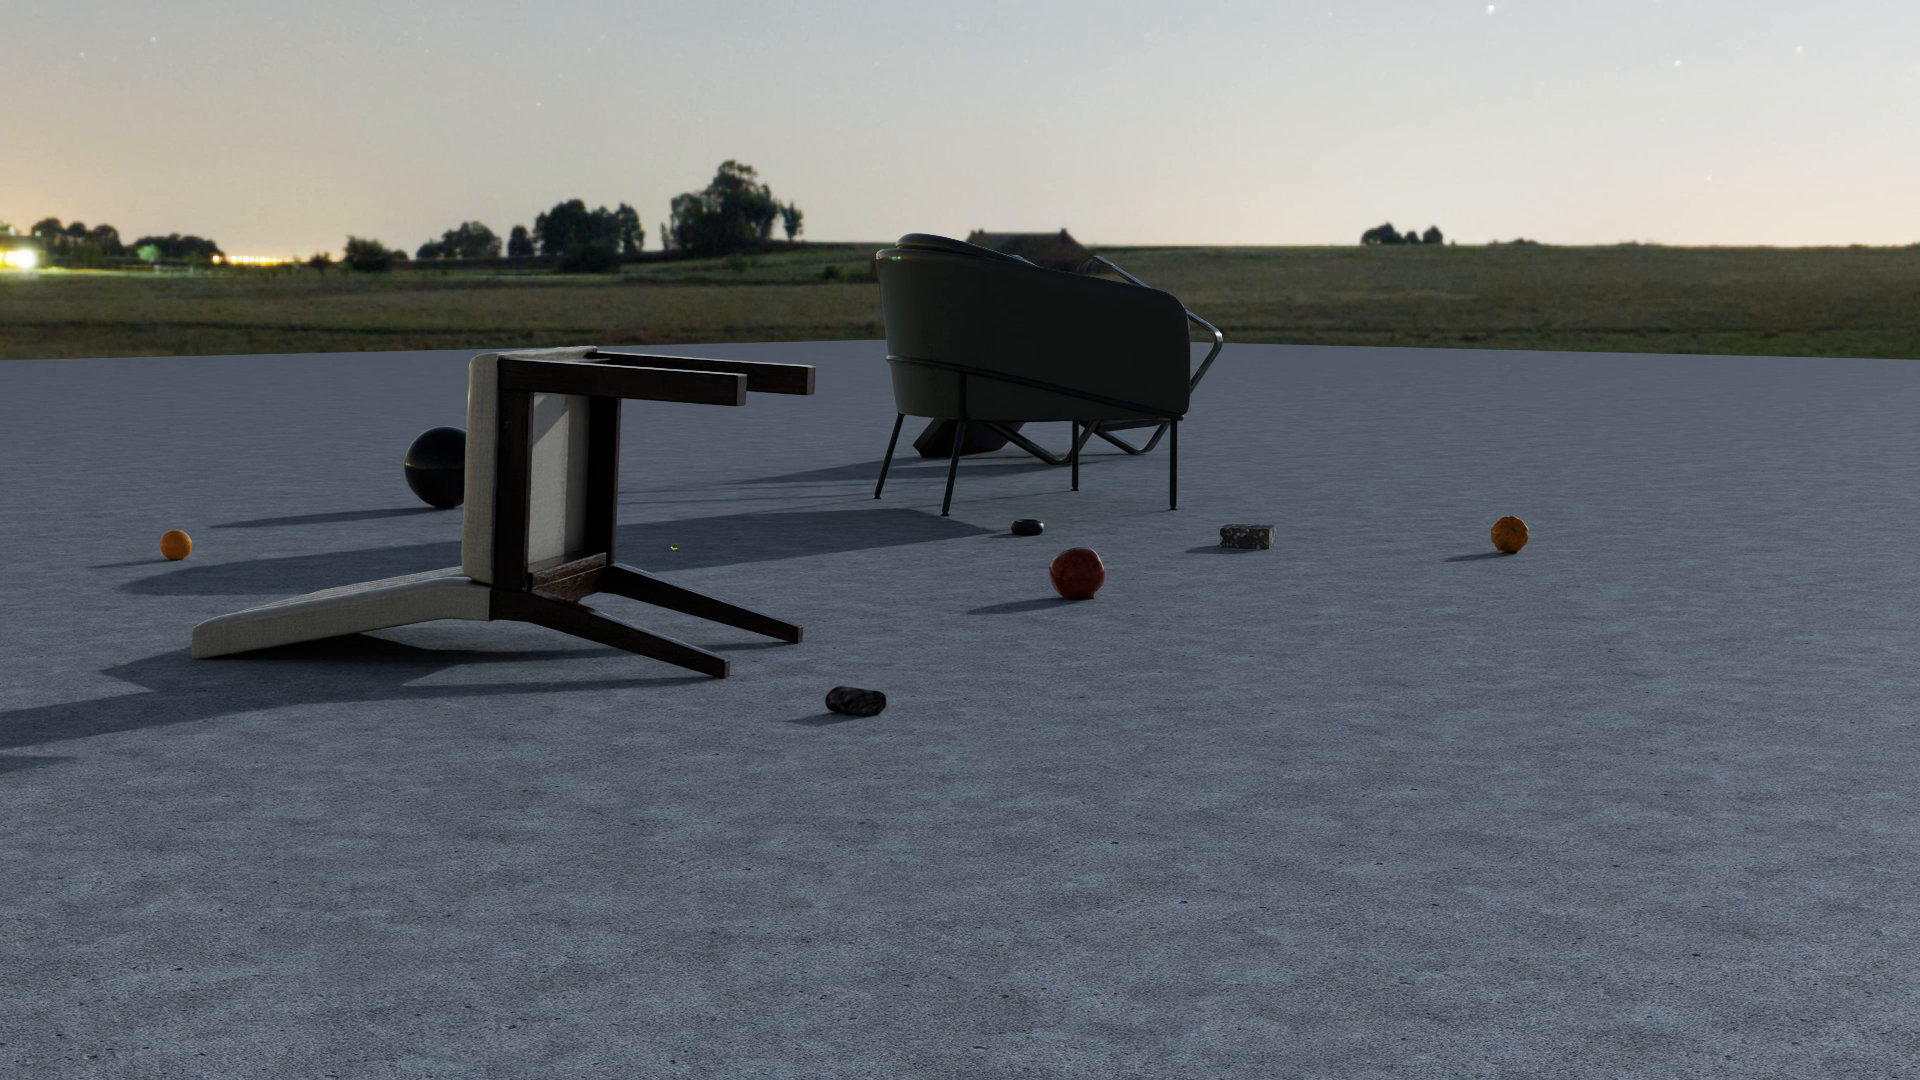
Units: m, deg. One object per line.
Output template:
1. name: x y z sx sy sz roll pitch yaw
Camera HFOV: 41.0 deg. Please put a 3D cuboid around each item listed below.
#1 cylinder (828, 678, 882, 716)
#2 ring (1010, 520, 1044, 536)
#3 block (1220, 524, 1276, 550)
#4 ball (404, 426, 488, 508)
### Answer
1. cylinder: -0.157 0.243 3.870 0.071 0.037 0.059 -30 12 30
2. ring: 0.172 -0.032 6.559 0.085 0.035 0.101 2 7 8
3. block: 0.703 -0.009 6.262 0.119 0.049 0.109 2 6 15
4. ball: -1.461 -0.208 7.289 0.234 0.234 0.234 0 6 0
